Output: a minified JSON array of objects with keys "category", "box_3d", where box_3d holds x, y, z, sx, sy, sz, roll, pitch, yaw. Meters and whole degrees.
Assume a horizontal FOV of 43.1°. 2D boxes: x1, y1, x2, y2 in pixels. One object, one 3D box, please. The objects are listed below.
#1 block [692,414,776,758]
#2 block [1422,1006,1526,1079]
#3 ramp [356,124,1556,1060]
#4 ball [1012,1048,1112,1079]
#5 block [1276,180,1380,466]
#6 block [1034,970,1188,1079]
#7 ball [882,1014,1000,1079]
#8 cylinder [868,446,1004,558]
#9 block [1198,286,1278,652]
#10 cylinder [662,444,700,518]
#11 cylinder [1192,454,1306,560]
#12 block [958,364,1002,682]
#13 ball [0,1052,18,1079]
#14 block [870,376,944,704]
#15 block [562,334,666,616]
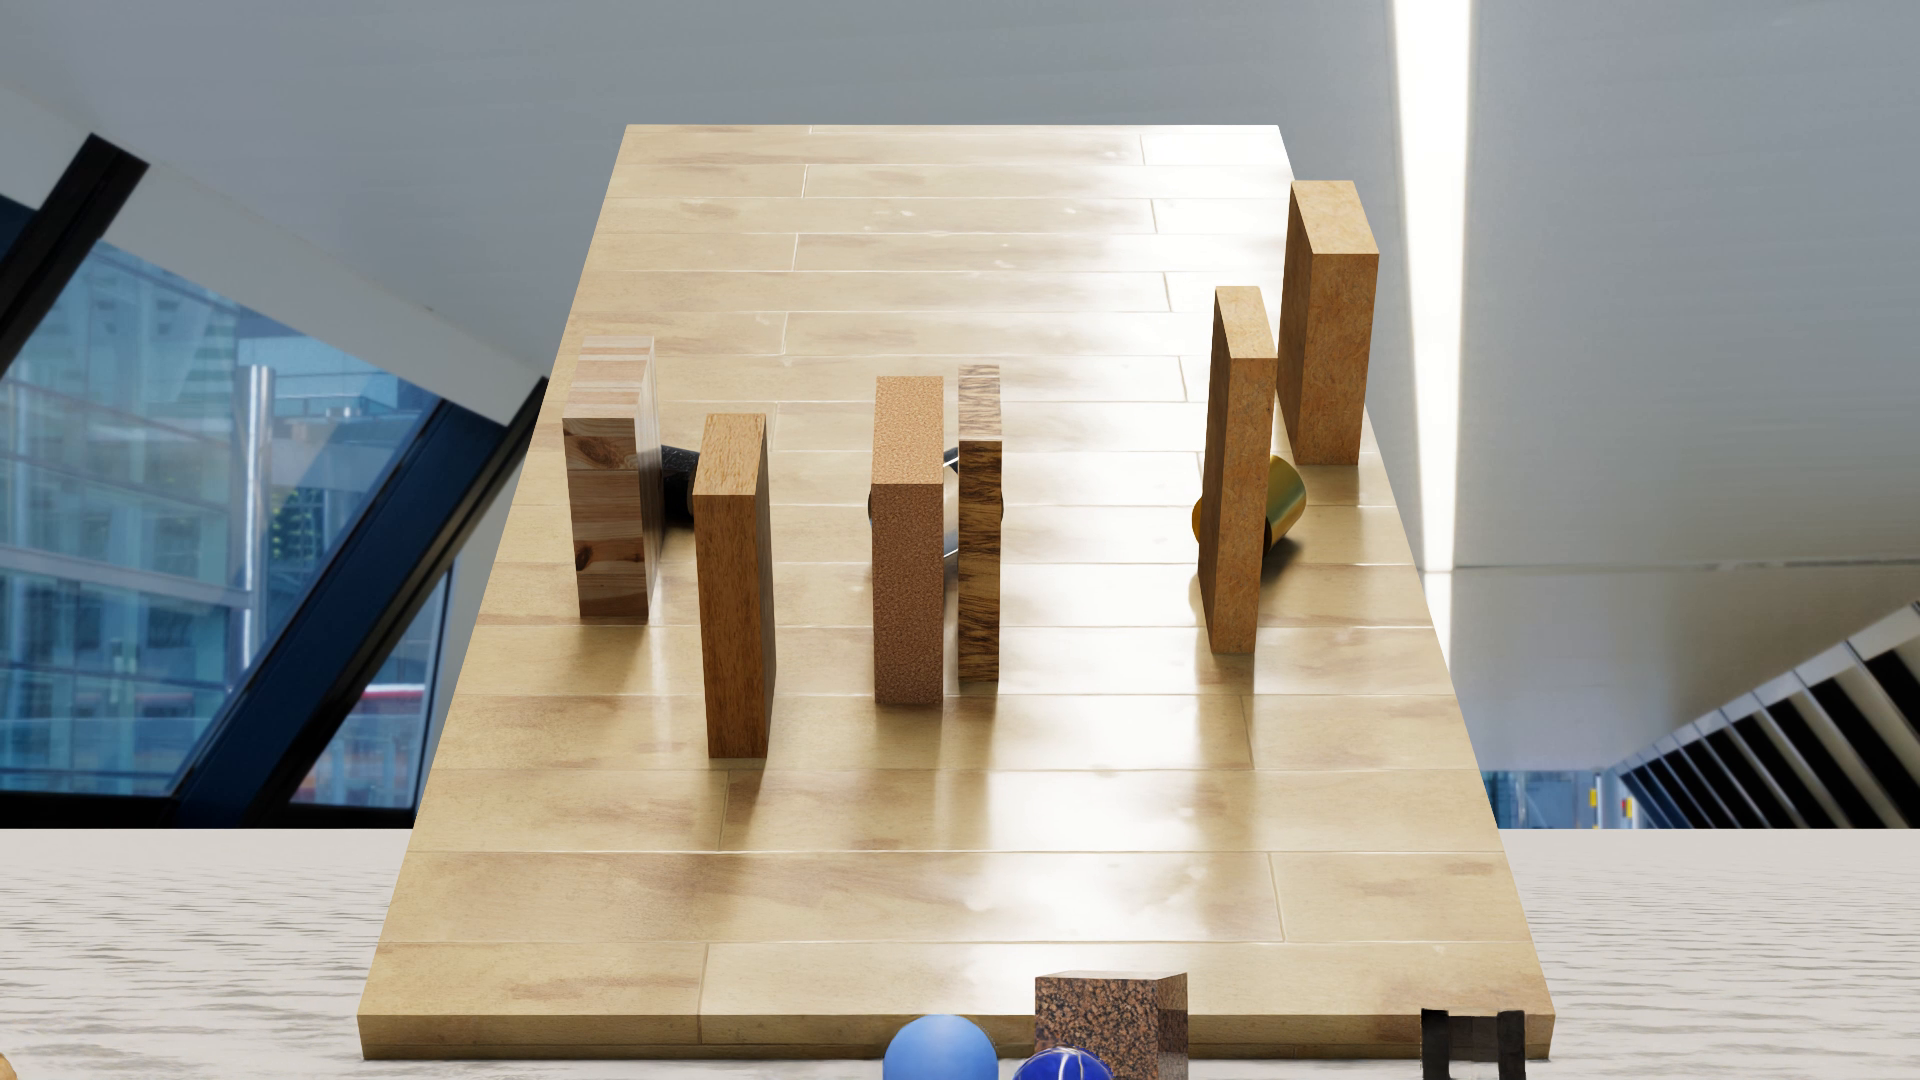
[{"category":"block","box_3d":[-0.426,0.089,4.652,0.112,0.584,0.310,0,31,0]},{"category":"block","box_3d":[0.793,0.781,3.757,0.110,0.110,0.110,4,-8,-32]},{"category":"ramp","box_3d":[-0.014,-0.200,5.794,2.000,0.100,4.000,0,31,0]},{"category":"ball","box_3d":[0.121,0.666,2.870,0.133,0.133,0.133,0,-7,0]},{"category":"block","box_3d":[0.853,-0.511,5.699,0.147,0.537,0.413,0,31,0]},{"category":"block","box_3d":[0.220,0.716,3.502,0.179,0.179,0.179,-2,-7,19]},{"category":"ball","box_3d":[-0.025,0.688,3.142,0.151,0.151,0.151,0,-7,0]},{"category":"cylinder","box_3d":[-0.053,-0.069,5.278,0.210,0.210,0.210,-26,11,-37]},{"category":"block","box_3d":[0.560,-0.142,4.951,0.090,0.676,0.324,0,31,0]},{"category":"cylinder","box_3d":[-0.643,-0.134,5.443,0.147,0.147,0.147,12,-3,19]},{"category":"cylinder","box_3d":[0.629,-0.066,5.296,0.190,0.190,0.190,-5,24,35]},{"category":"block","box_3d":[0.037,-0.034,4.888,0.082,0.552,0.318,0,31,0]},{"category":"ball","box_3d":[-1.124,0.627,2.682,0.168,0.168,0.168,0,-7,0]},{"category":"block","box_3d":[-0.101,-0.004,4.887,0.136,0.502,0.439,0,31,0]},{"category":"block","box_3d":[-0.724,-0.138,5.134,0.144,0.472,0.373,0,31,0]}]
